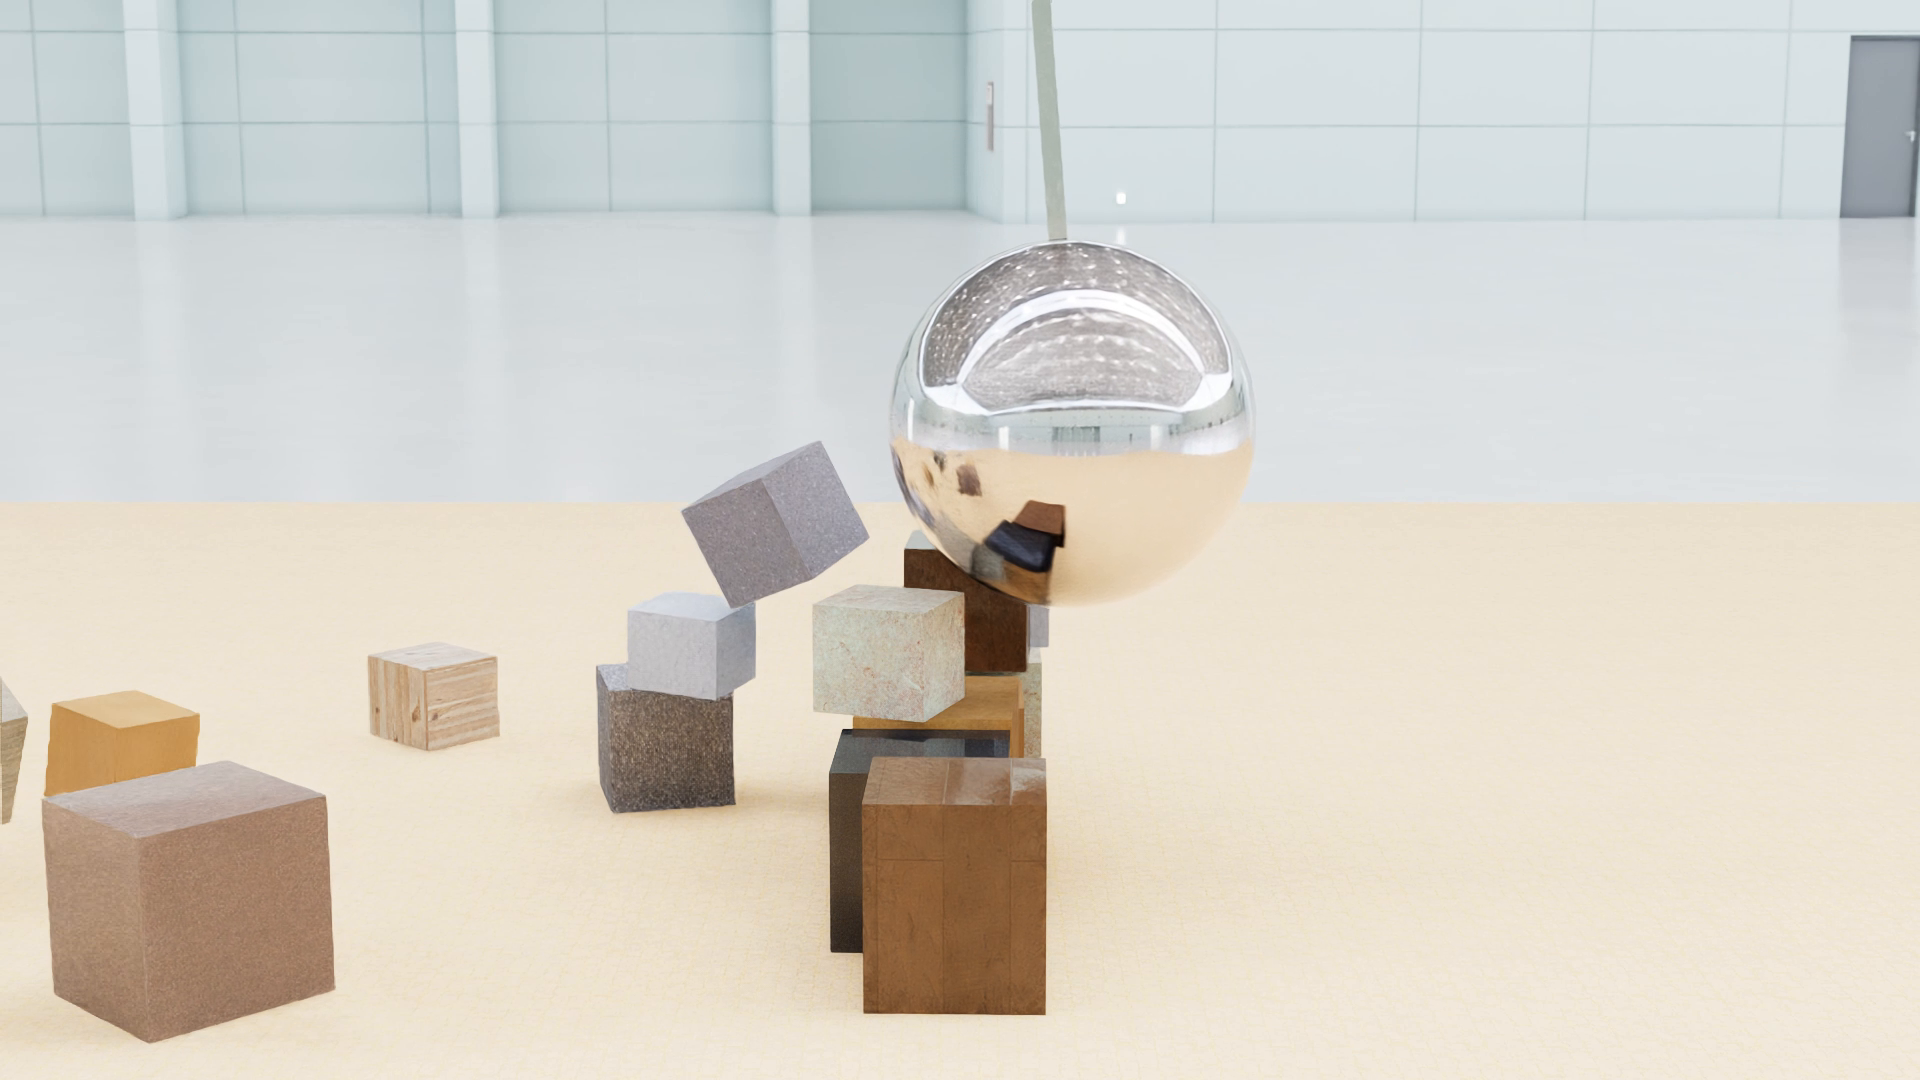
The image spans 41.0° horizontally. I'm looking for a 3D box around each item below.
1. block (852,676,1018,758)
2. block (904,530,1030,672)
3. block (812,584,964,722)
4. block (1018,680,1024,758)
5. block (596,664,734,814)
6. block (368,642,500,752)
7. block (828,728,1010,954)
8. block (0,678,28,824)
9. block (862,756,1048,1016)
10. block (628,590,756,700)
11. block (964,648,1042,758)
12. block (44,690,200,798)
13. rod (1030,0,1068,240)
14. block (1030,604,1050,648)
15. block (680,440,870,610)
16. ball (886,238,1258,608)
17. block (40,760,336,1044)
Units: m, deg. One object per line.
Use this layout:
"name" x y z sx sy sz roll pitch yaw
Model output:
"block" -0.095 1.082 11.393 0.680 0.795 0.796 1 10 3
"block" 0.041 0.287 12.374 0.578 0.586 0.518 1 10 4
"block" -0.305 0.484 11.137 0.514 0.472 0.482 4 11 21
"block" -0.017 1.033 12.124 0.625 0.629 0.560 0 10 0
"block" -1.452 0.955 12.623 0.597 0.605 0.563 -3 11 -14
"block" -2.822 0.834 13.754 0.528 0.439 0.458 9 14 42
"block" -0.156 1.239 10.648 0.715 0.752 0.706 0 10 2
"block" -4.497 0.856 11.004 0.652 0.643 0.657 -16 50 -43
"block" -0.012 1.330 9.957 0.691 0.821 0.674 0 10 2
"block" -1.285 0.500 12.331 0.469 0.385 0.428 7 14 21
"block" 0.019 0.877 12.751 0.750 0.711 0.713 0 10 0
"block" -3.994 1.025 12.240 0.469 0.460 0.488 15 12 30
"rod" 0.209 -3.837 10.483 0.080 5.200 0.080 -5 10 1
"block" 0.269 0.343 12.829 0.349 0.314 0.367 0 10 1
"block" -0.876 -0.073 12.207 0.545 0.531 0.507 -20 11 37
"ball" 0.483 -0.503 11.089 1.600 1.600 1.600 0 10 0
"block" -2.962 1.366 9.863 0.738 0.784 0.785 10 14 43
